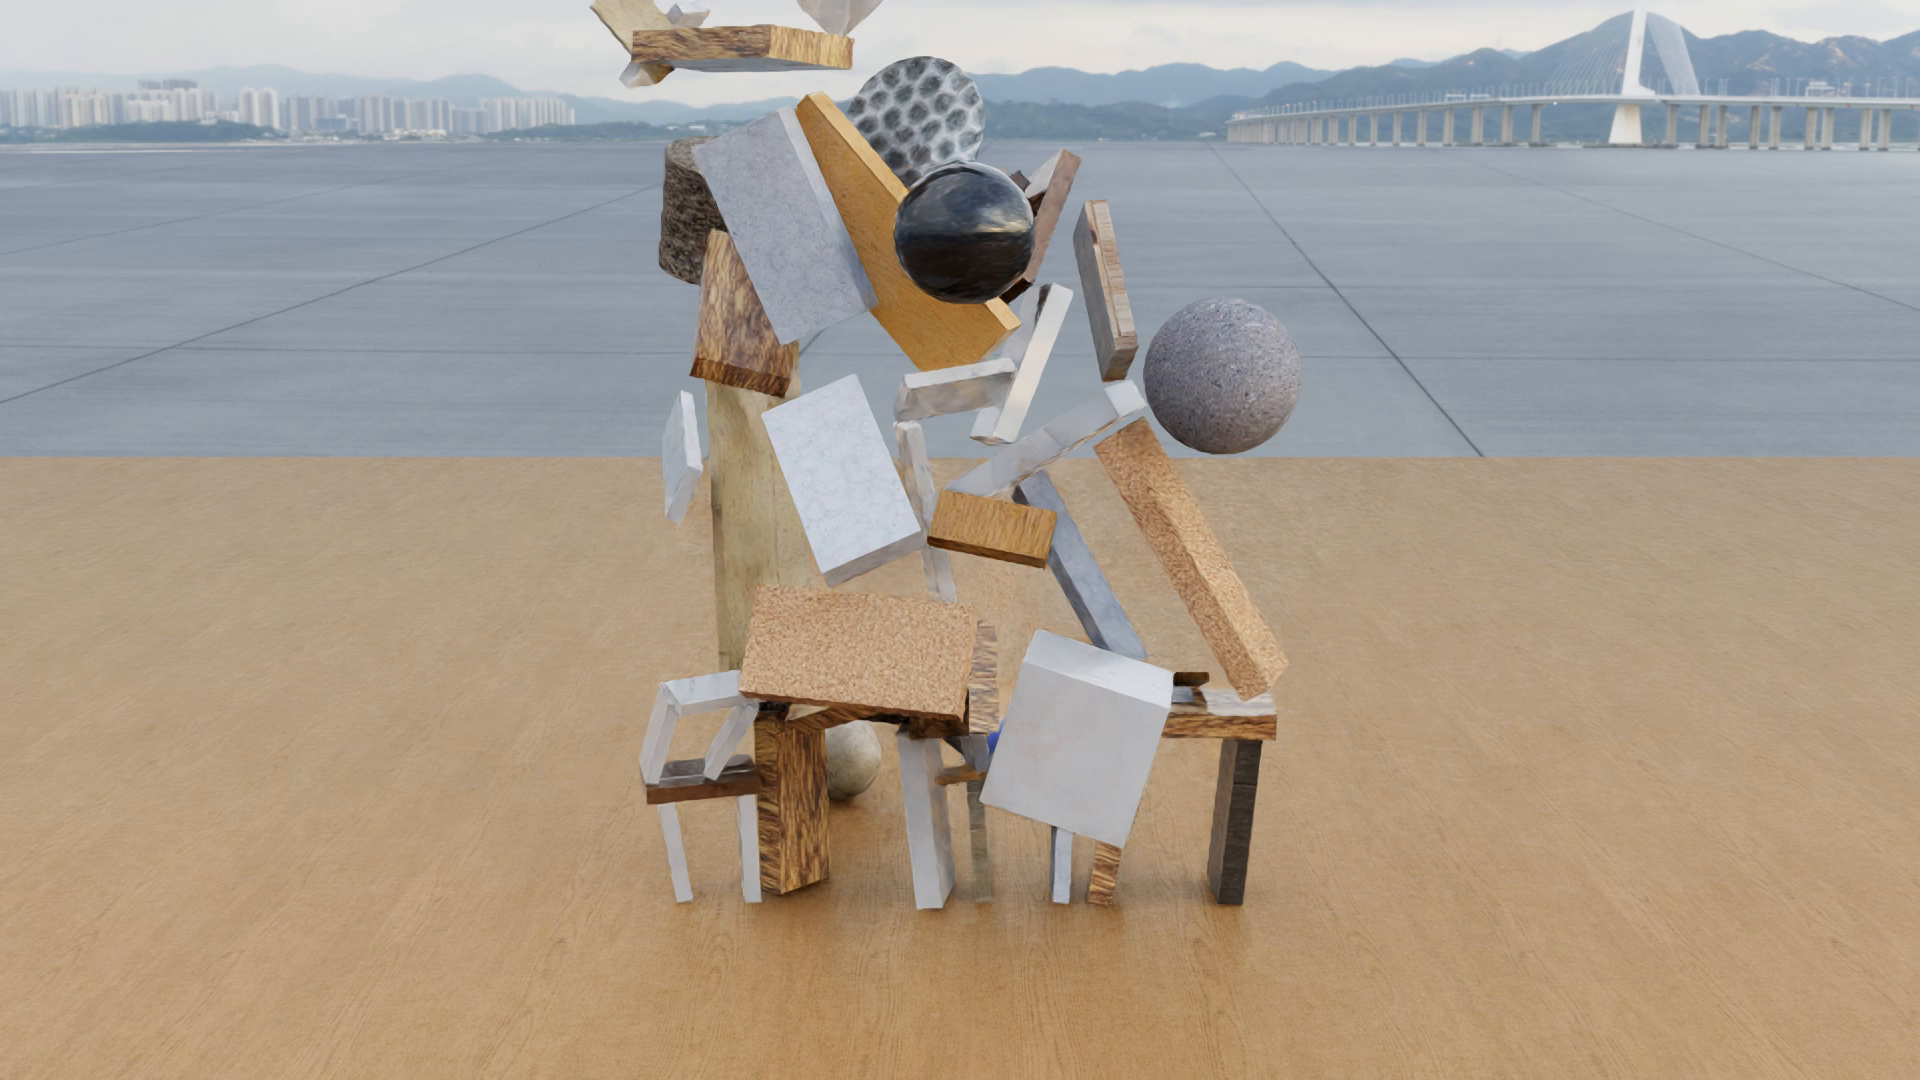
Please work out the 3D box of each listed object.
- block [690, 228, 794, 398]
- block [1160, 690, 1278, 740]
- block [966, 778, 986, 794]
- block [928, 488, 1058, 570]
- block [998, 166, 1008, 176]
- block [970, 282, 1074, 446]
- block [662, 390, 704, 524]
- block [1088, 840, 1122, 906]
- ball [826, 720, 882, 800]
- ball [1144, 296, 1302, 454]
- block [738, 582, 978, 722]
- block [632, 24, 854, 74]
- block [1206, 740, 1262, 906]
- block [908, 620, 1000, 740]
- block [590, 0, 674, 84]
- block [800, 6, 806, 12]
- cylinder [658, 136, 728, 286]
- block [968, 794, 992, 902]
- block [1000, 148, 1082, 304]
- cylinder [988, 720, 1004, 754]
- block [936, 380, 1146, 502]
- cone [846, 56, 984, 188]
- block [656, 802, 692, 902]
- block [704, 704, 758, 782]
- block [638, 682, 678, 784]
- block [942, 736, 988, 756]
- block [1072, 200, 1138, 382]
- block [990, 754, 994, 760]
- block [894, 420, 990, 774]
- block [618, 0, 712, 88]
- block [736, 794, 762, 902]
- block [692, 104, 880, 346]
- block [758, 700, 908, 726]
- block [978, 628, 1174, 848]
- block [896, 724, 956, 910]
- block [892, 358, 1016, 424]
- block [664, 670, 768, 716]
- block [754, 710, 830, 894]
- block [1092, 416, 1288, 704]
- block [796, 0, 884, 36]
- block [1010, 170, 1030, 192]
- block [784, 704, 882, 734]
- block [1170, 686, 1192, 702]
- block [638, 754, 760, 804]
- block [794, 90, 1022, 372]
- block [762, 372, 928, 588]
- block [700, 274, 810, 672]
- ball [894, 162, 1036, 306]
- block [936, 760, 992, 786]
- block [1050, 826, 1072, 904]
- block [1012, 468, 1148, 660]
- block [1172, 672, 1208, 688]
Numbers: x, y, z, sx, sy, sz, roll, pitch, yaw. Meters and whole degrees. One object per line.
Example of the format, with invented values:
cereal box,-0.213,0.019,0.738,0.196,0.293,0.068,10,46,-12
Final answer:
block,-0.353,-0.379,3.649,0.157,0.044,0.314,13,47,-14
block,0.372,0.285,3.616,0.283,0.040,0.142,1,13,2
block,0.105,0.392,3.633,0.186,0.026,0.093,0,11,0
block,0.049,-0.017,3.342,0.182,0.026,0.091,11,55,5
block,0.002,-0.554,3.567,0.104,0.029,0.208,-20,12,25
block,0.100,-0.287,3.618,0.038,0.268,0.134,23,-5,-16
block,-0.526,-0.169,4.139,0.028,0.098,0.887,22,8,-12
block,0.260,0.448,3.649,0.040,0.283,0.142,10,11,6
ball,-0.231,0.411,4.180,0.165,0.165,0.165,0,11,0
ball,0.413,-0.258,3.457,0.247,0.247,0.247,0,11,0
block,-0.147,0.163,3.200,0.327,0.163,0.046,5,-15,12
block,-0.342,-0.765,3.431,0.336,0.048,0.168,10,10,44
block,0.455,0.445,3.651,0.040,0.283,0.142,4,13,-2
block,-0.014,0.218,3.371,0.046,0.163,0.327,0,-7,-17
block,-0.515,-0.829,3.569,0.081,0.161,0.023,-43,14,-9
block,-0.206,-0.887,3.503,0.055,0.110,0.016,9,32,-38
cylinder,-0.428,-0.588,3.934,0.208,0.208,0.208,6,29,-4
block,0.032,0.497,3.652,0.026,0.186,0.093,-4,11,1
block,0.114,-0.516,3.676,0.038,0.268,0.134,30,-28,-17
cylinder,0.156,0.352,3.814,0.154,0.154,0.154,-34,-9,31
block,0.127,-0.146,3.624,0.354,0.050,0.177,-31,-2,21
cone,-0.030,-0.636,3.643,0.250,0.250,0.250,5,-8,23
block,-0.475,0.494,3.633,0.026,0.185,0.093,-12,24,-11
block,-0.371,0.313,3.575,0.021,0.149,0.074,27,23,-15
block,-0.487,0.312,3.557,0.021,0.149,0.074,10,21,-22
block,0.003,0.327,3.647,0.013,0.094,0.047,-28,30,44
block,0.239,-0.413,3.647,0.038,0.268,0.134,-8,-18,-9
block,0.090,0.343,3.629,0.095,0.013,0.047,-30,4,-8
block,-0.027,0.092,3.524,0.026,0.574,0.091,-14,13,-11
block,-0.561,-0.942,4.179,0.196,0.028,0.098,-45,-7,30
block,-0.353,0.498,3.654,0.026,0.185,0.093,-4,11,-10
block,-0.273,-0.491,3.452,0.168,0.336,0.048,-19,11,28
block,-0.189,0.261,3.653,0.298,0.042,0.149,4,6,24
block,0.186,0.305,3.438,0.231,0.231,0.231,18,12,4
block,-0.055,0.442,3.636,0.042,0.298,0.149,-5,9,10
block,-0.009,-0.233,3.421,0.182,0.026,0.091,-11,-29,-21
block,-0.391,0.243,3.525,0.148,0.021,0.074,-8,30,-28
block,-0.280,0.428,3.681,0.042,0.298,0.149,0,4,30
block,0.376,0.027,3.558,0.050,0.472,0.177,-30,1,21
block,-0.132,-0.922,3.396,0.148,0.295,0.042,40,12,-44
block,0.020,-0.534,3.690,0.208,0.029,0.104,-40,-1,-27
block,-0.170,0.203,3.429,0.046,0.163,0.327,27,-20,-18
block,0.327,0.253,3.620,0.104,0.015,0.052,1,10,-2
block,-0.428,0.392,3.607,0.185,0.026,0.093,-4,22,-16
block,-0.121,-0.465,3.454,0.168,0.487,0.048,-44,-7,34
block,-0.175,-0.092,3.277,0.157,0.314,0.044,-23,-34,0
block,-0.348,-0.118,3.783,0.157,0.687,0.044,-1,-4,-28
ball,0.007,-0.456,3.269,0.212,0.212,0.212,0,11,0
block,0.014,0.380,3.586,0.095,0.013,0.047,-12,12,16
block,0.169,0.498,3.651,0.026,0.186,0.093,2,11,-2
block,0.199,0.057,3.706,0.050,0.354,0.177,-29,-4,-5
block,0.357,0.232,3.668,0.103,0.015,0.052,2,-15,-13
